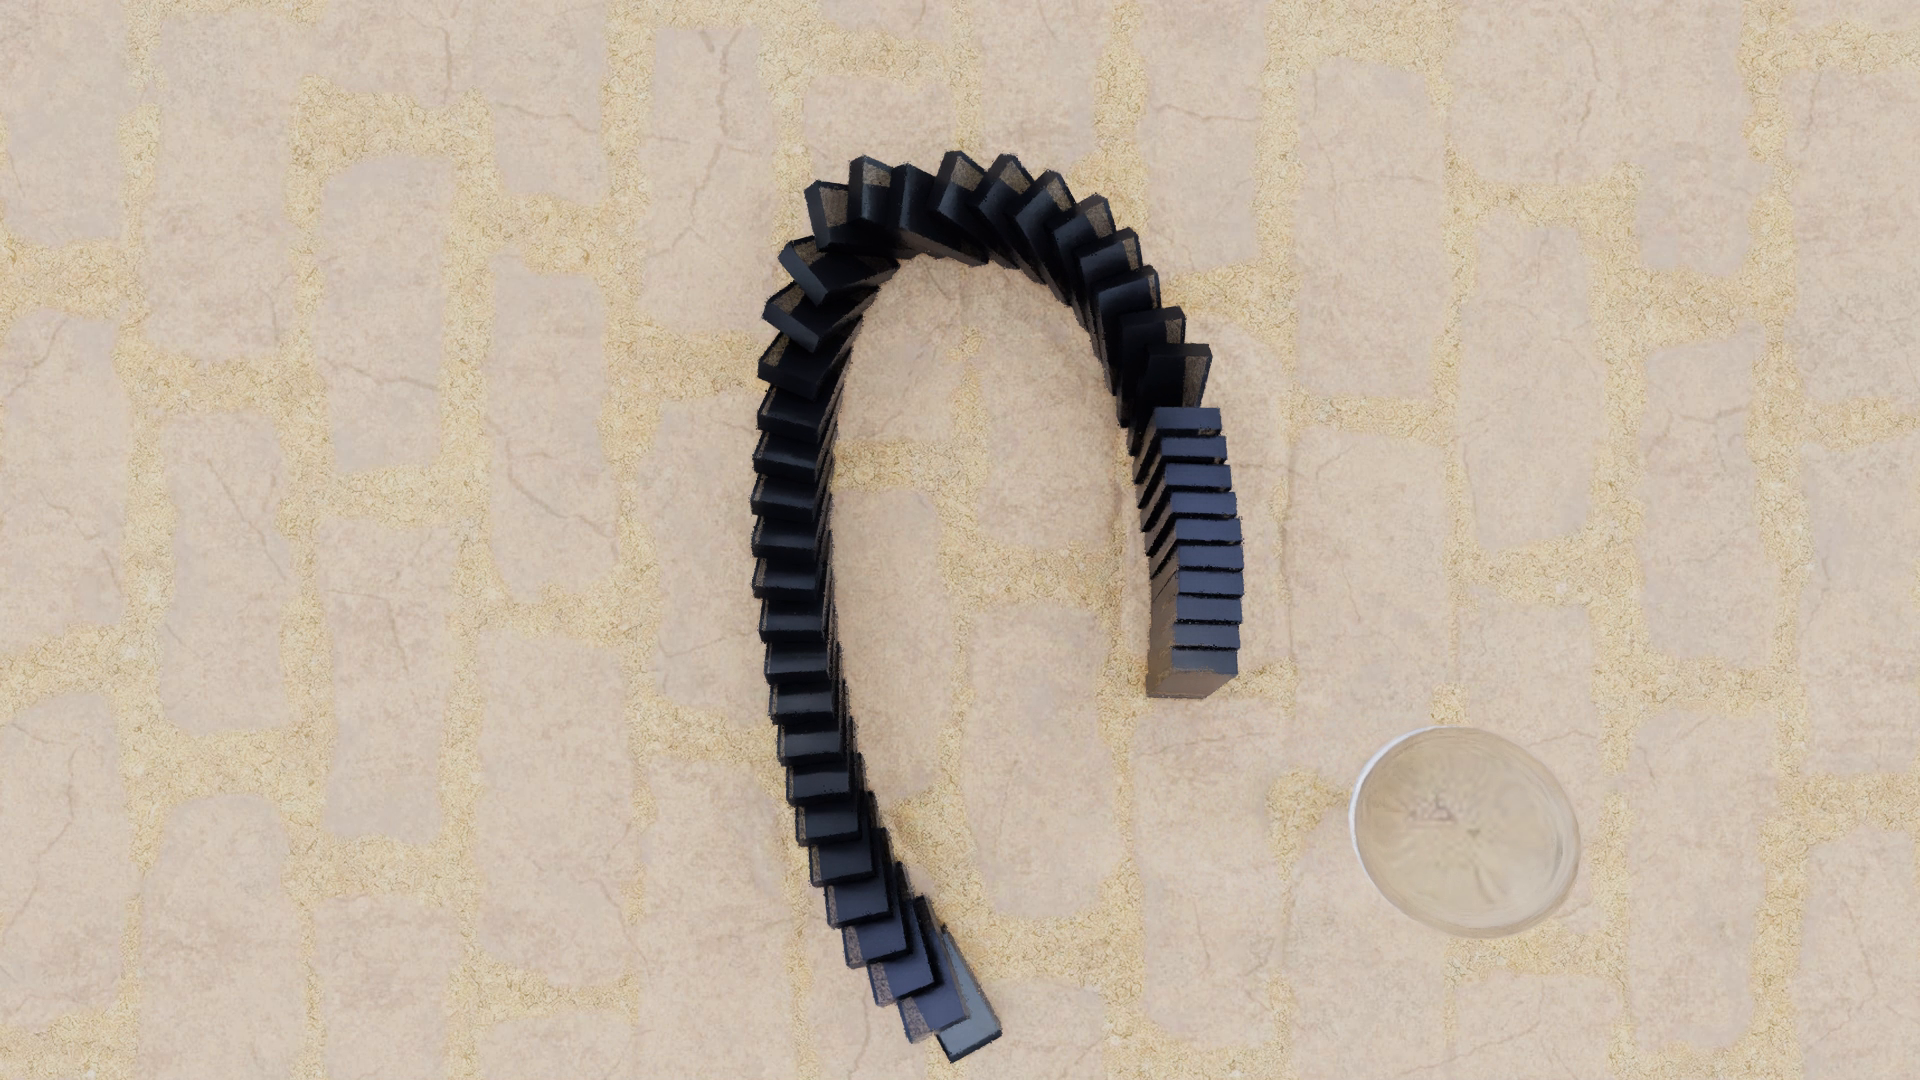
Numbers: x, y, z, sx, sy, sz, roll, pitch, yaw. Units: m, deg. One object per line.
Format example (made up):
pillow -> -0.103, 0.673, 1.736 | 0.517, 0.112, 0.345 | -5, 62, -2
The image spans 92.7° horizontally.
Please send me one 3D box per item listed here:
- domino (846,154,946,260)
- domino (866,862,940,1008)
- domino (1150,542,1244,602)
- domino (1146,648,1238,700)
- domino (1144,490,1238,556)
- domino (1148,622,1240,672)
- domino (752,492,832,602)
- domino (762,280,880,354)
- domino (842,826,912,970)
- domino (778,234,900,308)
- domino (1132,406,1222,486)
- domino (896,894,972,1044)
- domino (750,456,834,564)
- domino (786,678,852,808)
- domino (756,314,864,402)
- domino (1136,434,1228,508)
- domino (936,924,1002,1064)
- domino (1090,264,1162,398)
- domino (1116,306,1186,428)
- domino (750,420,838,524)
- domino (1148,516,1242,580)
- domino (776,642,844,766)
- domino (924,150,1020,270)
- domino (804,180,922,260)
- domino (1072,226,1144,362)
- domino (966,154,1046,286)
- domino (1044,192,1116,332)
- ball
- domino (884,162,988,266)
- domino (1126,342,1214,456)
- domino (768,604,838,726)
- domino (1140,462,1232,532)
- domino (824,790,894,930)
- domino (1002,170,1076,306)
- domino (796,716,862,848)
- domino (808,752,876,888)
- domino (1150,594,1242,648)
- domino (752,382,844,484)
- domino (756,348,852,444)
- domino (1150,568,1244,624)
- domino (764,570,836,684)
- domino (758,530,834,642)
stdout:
domino -> -0.023, -0.137, 0.379 | 0.050, 0.009, 0.025 | 6, 85, -44
domino -> -0.028, 0.164, 0.382 | 0.025, 0.009, 0.050 | -22, 55, 0
domino -> 0.096, 0.015, 0.375 | 0.025, 0.050, 0.010 | 2, 69, 0
domino -> 0.094, 0.055, 0.375 | 0.025, 0.050, 0.010 | 2, 69, 0
domino -> 0.093, -0.006, 0.375 | 0.025, 0.050, 0.010 | 2, 69, 0
domino -> 0.095, 0.045, 0.375 | 0.025, 0.050, 0.010 | 2, 69, 0
domino -> -0.069, 0.002, 0.381 | 0.025, 0.009, 0.050 | 4, 53, 0
domino -> -0.057, -0.099, 0.379 | 0.025, 0.010, 0.050 | 35, 45, 0
domino -> -0.038, 0.148, 0.382 | 0.025, 0.010, 0.050 | -16, 55, 1
domino -> -0.049, -0.115, 0.378 | 0.025, 0.050, 0.010 | 51, 132, 0
domino -> 0.088, -0.037, 0.375 | 0.025, 0.050, 0.010 | 1, 68, 0
domino -> -0.017, 0.178, 0.382 | 0.025, 0.009, 0.050 | -26, 55, 1
domino -> -0.069, -0.015, 0.381 | 0.025, 0.010, 0.050 | 5, 53, 0
domino -> -0.059, 0.084, 0.381 | 0.025, 0.010, 0.050 | -7, 54, 0
domino -> -0.061, -0.081, 0.380 | 0.025, 0.010, 0.050 | 23, 50, 0
domino -> 0.090, -0.027, 0.375 | 0.025, 0.050, 0.009 | 2, 68, 0
domino -> -0.005, 0.196, 0.395 | 0.025, 0.009, 0.050 | -29, 90, 0
domino -> 0.071, -0.086, 0.380 | 0.025, 0.009, 0.050 | -18, 131, 0
domino -> 0.078, -0.071, 0.379 | 0.025, 0.009, 0.050 | -9, 135, 0
domino -> -0.068, -0.031, 0.381 | 0.025, 0.009, 0.050 | 9, 53, 0
domino -> 0.095, 0.004, 0.375 | 0.025, 0.050, 0.009 | 2, 69, 0
domino -> -0.062, 0.068, 0.381 | 0.025, 0.010, 0.050 | -6, 54, 0
domino -> 0.010, -0.136, 0.379 | 0.050, 0.010, 0.025 | 21, 90, -43
domino -> -0.039, -0.131, 0.379 | 0.050, 0.010, 0.025 | -12, 89, -44
domino -> 0.064, -0.100, 0.380 | 0.025, 0.010, 0.050 | -22, 131, -1
domino -> 0.026, -0.132, 0.379 | 0.050, 0.010, 0.025 | 36, 89, -43
domino -> 0.055, -0.114, 0.380 | 0.025, 0.010, 0.050 | -31, 131, -1
ball -> 0.196, 0.113, 0.360 | 0.080, 0.080, 0.080 | 0, 90, 0
domino -> -0.008, -0.133, 0.379 | 0.050, 0.009, 0.025 | 7, 90, -44
domino -> 0.086, -0.057, 0.379 | 0.025, 0.009, 0.050 | 0, 134, -2
domino -> -0.065, 0.051, 0.381 | 0.025, 0.010, 0.050 | -3, 54, 0
domino -> 0.091, -0.016, 0.375 | 0.025, 0.050, 0.010 | 2, 69, 0
domino -> -0.044, 0.133, 0.382 | 0.025, 0.009, 0.050 | -14, 55, 0
domino -> 0.041, -0.124, 0.380 | 0.025, 0.010, 0.050 | -44, 132, 0
domino -> -0.055, 0.100, 0.381 | 0.025, 0.009, 0.050 | -8, 54, 0
domino -> -0.050, 0.116, 0.382 | 0.025, 0.009, 0.050 | -11, 55, 0
domino -> 0.095, 0.035, 0.375 | 0.025, 0.050, 0.010 | 2, 69, 0
domino -> -0.066, -0.047, 0.381 | 0.025, 0.009, 0.050 | 11, 53, 0
domino -> -0.064, -0.064, 0.381 | 0.025, 0.010, 0.050 | 14, 53, 0
domino -> 0.096, 0.025, 0.375 | 0.025, 0.050, 0.009 | 2, 69, 0
domino -> -0.066, 0.035, 0.381 | 0.025, 0.010, 0.050 | -3, 54, 0
domino -> -0.068, 0.019, 0.381 | 0.025, 0.010, 0.050 | -1, 53, 0
